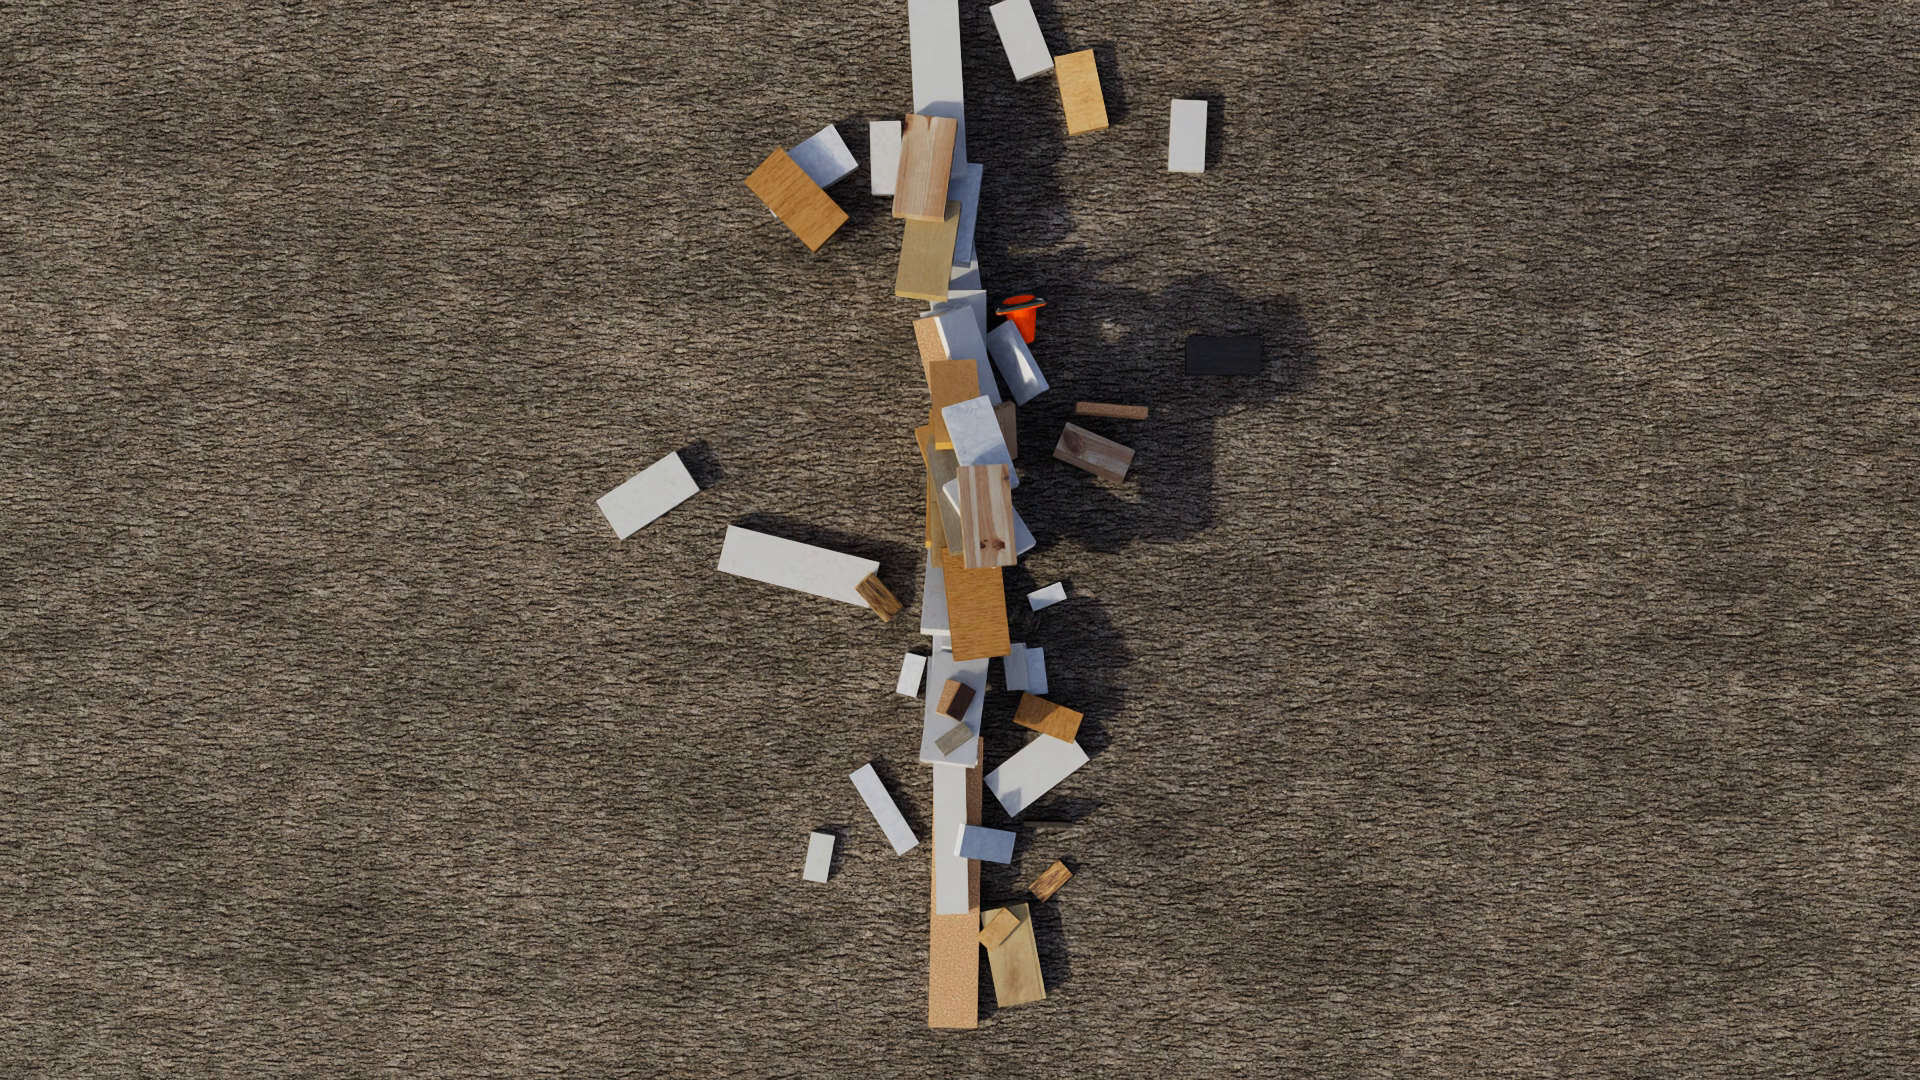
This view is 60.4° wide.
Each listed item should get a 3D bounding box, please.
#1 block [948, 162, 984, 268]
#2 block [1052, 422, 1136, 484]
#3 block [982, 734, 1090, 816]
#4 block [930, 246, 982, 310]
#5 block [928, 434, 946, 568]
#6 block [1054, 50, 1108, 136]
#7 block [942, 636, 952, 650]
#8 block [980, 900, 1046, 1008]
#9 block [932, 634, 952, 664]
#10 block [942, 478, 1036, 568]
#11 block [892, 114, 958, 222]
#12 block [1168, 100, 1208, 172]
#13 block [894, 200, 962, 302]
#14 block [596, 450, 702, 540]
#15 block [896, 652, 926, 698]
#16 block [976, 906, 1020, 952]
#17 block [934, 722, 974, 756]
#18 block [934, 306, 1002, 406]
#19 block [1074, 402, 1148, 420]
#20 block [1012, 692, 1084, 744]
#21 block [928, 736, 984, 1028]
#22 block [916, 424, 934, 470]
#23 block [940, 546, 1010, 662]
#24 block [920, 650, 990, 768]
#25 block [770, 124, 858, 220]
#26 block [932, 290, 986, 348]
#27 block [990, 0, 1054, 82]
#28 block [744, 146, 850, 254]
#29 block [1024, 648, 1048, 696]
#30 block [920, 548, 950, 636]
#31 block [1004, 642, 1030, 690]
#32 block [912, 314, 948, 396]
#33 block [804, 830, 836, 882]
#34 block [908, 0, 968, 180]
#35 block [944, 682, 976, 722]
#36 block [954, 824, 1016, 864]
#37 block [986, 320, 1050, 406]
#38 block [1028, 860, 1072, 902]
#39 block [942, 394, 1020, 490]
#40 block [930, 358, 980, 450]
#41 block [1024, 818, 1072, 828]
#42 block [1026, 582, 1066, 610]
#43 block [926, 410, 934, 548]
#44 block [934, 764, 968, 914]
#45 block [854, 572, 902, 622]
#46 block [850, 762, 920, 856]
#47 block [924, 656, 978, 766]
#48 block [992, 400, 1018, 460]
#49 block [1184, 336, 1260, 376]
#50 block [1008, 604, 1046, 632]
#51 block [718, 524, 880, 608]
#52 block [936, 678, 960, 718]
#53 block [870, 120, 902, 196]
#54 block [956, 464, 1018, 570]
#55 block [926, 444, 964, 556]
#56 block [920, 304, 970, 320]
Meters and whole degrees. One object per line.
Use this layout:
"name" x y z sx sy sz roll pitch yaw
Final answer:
"block" -0.033 -1.075 5.428 0.175 0.050 0.350 7 76 4
"block" 0.444 -0.287 5.483 0.247 0.035 0.123 23 90 0
"block" 0.252 0.758 5.477 0.321 0.046 0.161 -37 90 0
"block" -0.026 -0.884 5.475 0.175 0.050 0.350 -9 90 0
"block" -0.007 -0.124 5.231 0.179 0.051 0.421 -1 84 -6
"block" 0.402 -1.487 5.482 0.130 0.037 0.259 -12 90 0
"block" -0.002 0.201 5.301 0.077 0.022 0.316 7 66 2
"block" 0.176 1.373 5.477 0.161 0.046 0.321 -11 90 0
"block" 0.002 0.265 5.438 0.177 0.050 0.355 1 78 0
"block" 0.090 -0.076 5.087 0.150 0.043 0.301 -30 77 -12
"block" -0.113 -1.207 5.349 0.168 0.048 0.336 7 82 4
"block" 0.757 -1.342 5.484 0.116 0.033 0.232 3 90 0
"block" -0.102 -0.945 5.348 0.168 0.048 0.336 8 76 4
"block" -1.033 -0.147 5.478 0.309 0.044 0.154 -33 90 0
"block" -0.162 0.448 5.490 0.069 0.020 0.138 15 90 0
"block" 0.126 1.284 5.440 0.069 0.020 0.138 44 88 -5
"block" -0.020 0.633 5.246 0.113 0.016 0.057 -35 76 -10
"block" 0.031 -0.571 5.339 0.123 0.035 0.353 -23 103 -23
"block" 0.497 -0.427 5.442 0.232 0.116 0.033 4 90 0
"block" 0.291 0.588 5.445 0.210 0.030 0.105 20 85 8
"block" -0.014 1.130 5.461 0.161 0.046 0.966 1 92 0
"block" -0.012 -0.227 5.343 0.172 0.049 0.344 -16 68 -7
"block" 0.049 0.191 5.166 0.179 0.051 0.357 -7 93 -5
"block" -0.017 0.545 5.309 0.177 0.050 0.355 7 73 2
"block" -0.517 -1.221 5.477 0.326 0.046 0.163 -32 90 0
"block" -0.001 -0.647 5.437 0.175 0.050 0.350 -1 100 -1
"block" 0.205 -1.669 5.482 0.130 0.037 0.259 -21 90 0
"block" -0.536 -1.118 5.431 0.163 0.046 0.326 -45 90 0
"block" 0.246 0.437 5.489 0.077 0.022 0.154 -7 90 0
"block" -0.025 0.139 5.290 0.172 0.049 0.344 4 66 1
"block" 0.187 0.421 5.474 0.077 0.022 0.154 -7 90 24
"block" -0.058 -0.561 5.360 0.116 0.033 0.334 -14 100 0
"block" -0.468 1.055 5.489 0.079 0.022 0.158 11 90 0
"block" -0.082 -1.659 5.442 0.163 0.046 0.944 -3 86 1
"block" 0.002 0.518 5.269 0.057 0.016 0.113 32 71 -13
"block" 0.084 0.999 5.426 0.210 0.030 0.105 15 84 -33
"block" 0.184 -0.584 5.439 0.037 0.130 0.259 -28 90 -41
"block" 0.301 1.134 5.490 0.138 0.020 0.069 -43 90 0
"block" 0.062 -0.286 5.099 0.150 0.043 0.301 -17 77 -8
"block" -0.012 -0.430 5.211 0.150 0.043 0.301 -3 63 -3
"block" 0.291 0.939 5.470 0.161 0.060 0.017 2 90 0
"block" 0.289 0.188 5.492 0.120 0.017 0.060 -21 90 0
"block" -0.020 -0.202 5.385 0.172 0.049 0.474 1 67 0
"block" -0.031 0.920 5.416 0.105 0.030 0.615 -1 92 0
"block" -0.270 0.189 5.454 0.079 0.022 0.158 -46 110 -13
"block" -0.252 0.895 5.489 0.079 0.022 0.316 -32 90 0
"block" -0.025 0.556 5.393 0.177 0.050 0.355 2 62 1
"block" 0.134 -0.347 5.409 0.103 0.029 0.207 -22 129 -23
"block" 0.873 -0.611 5.483 0.247 0.035 0.123 0 90 0
"block" 0.223 0.262 5.492 0.120 0.017 0.060 20 90 0
"block" -0.534 0.087 5.478 0.515 0.044 0.154 14 90 0
"block" -0.033 0.508 5.285 0.057 0.016 0.113 17 73 5
"block" -0.244 -1.269 5.485 0.103 0.029 0.241 -2 90 0
"block" 0.081 -0.072 5.010 0.154 0.044 0.309 -4 84 -7
"block" 0.018 -0.139 5.151 0.179 0.051 0.357 -11 74 -7
"block" -0.022 -0.590 5.396 0.168 0.048 0.336 -9 100 0
